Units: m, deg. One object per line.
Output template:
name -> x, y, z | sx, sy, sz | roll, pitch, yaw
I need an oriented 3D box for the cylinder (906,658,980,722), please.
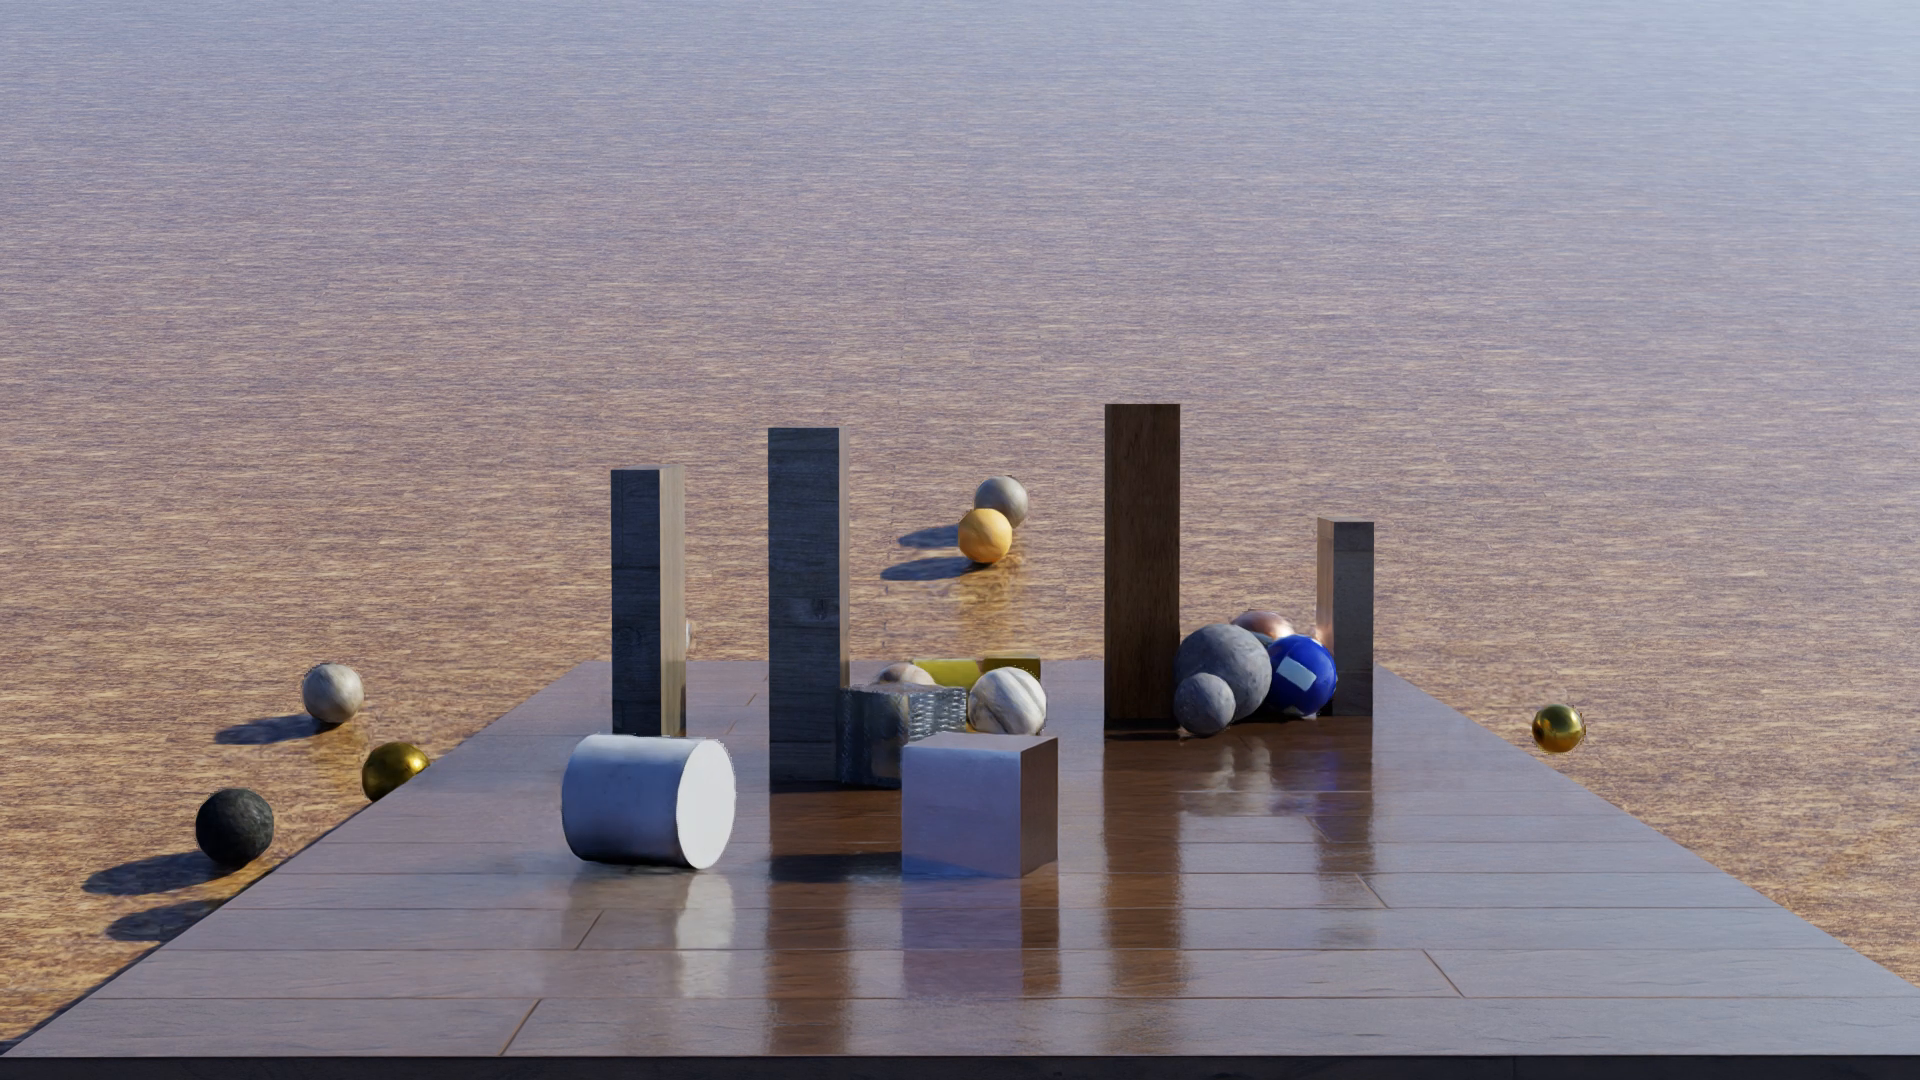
cylinder -> -0.037, 0.306, 5.220 | 0.130, 0.130, 0.130 | 0, 21, -14

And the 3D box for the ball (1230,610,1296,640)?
ball -> 0.686, 0.250, 5.879 | 0.178, 0.178, 0.178 | 0, 22, 0

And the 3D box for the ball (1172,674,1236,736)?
ball -> 0.476, 0.321, 5.020 | 0.122, 0.122, 0.122 | 0, 22, 0

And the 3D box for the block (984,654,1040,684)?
block -> 0.111, 0.303, 5.464 | 0.114, 0.114, 0.114 | 0, 3, 3

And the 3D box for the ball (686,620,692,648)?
ball -> -0.759, 0.246, 6.713 | 0.119, 0.119, 0.119 | 0, 22, 0

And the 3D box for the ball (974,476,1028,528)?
ball -> 0.122, -0.107, 7.598 | 0.164, 0.164, 0.164 | 0, 22, 0

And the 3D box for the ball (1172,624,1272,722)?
ball -> 0.532, 0.270, 5.224 | 0.203, 0.203, 0.203 | 0, 22, 0

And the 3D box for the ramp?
ramp -> 0.051, 0.457, 4.533 | 2.000, 0.100, 4.000 | 0, 3, 0

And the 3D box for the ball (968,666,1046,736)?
ball -> 0.089, 0.315, 4.857 | 0.151, 0.151, 0.151 | 0, 22, 0

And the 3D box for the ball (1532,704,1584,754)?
ball -> 1.324, 0.418, 5.697 | 0.111, 0.111, 0.111 | 0, 22, 0

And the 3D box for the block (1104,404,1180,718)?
block -> 0.381, 0.039, 5.401 | 0.141, 0.648, 0.240 | 0, 3, 0

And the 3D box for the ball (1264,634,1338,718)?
ball -> 0.693, 0.281, 5.318 | 0.173, 0.173, 0.173 | 0, 22, 0

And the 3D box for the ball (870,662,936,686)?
ball -> -0.111, 0.311, 5.025 | 0.142, 0.142, 0.142 | 0, 22, 0

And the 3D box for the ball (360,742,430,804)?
ball -> -1.220, 0.513, 5.570 | 0.152, 0.152, 0.152 | 0, 22, 0

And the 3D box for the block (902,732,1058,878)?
block -> 0.029, 0.368, 3.603 | 0.172, 0.172, 0.172 | 1, 3, 19

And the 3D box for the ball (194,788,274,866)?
ball -> -1.613, 0.638, 5.722 | 0.172, 0.172, 0.172 | 0, 22, 0

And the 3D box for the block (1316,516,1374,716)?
block -> 0.817, 0.158, 5.462 | 0.084, 0.404, 0.243 | 0, 3, 0

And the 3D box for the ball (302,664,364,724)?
ball -> -1.559, 0.382, 6.392 | 0.150, 0.150, 0.150 | 0, 22, 0

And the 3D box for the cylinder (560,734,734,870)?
cylinder -> -0.435, 0.365, 3.596 | 0.179, 0.179, 0.179 | 1, 21, 21

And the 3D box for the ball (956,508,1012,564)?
ball -> 0.070, -0.012, 7.363 | 0.160, 0.160, 0.160 | 0, 22, 0

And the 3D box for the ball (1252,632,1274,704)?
ball -> 0.623, 0.276, 5.518 | 0.161, 0.161, 0.161 | 0, 22, 0

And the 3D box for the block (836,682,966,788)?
block -> -0.100, 0.334, 4.420 | 0.158, 0.158, 0.158 | 2, 4, 38

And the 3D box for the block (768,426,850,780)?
block -> -0.267, 0.100, 4.608 | 0.122, 0.606, 0.412 | 0, 3, 0

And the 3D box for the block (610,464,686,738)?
block -> -0.605, 0.120, 5.018 | 0.091, 0.525, 0.438 | 0, 3, 0
